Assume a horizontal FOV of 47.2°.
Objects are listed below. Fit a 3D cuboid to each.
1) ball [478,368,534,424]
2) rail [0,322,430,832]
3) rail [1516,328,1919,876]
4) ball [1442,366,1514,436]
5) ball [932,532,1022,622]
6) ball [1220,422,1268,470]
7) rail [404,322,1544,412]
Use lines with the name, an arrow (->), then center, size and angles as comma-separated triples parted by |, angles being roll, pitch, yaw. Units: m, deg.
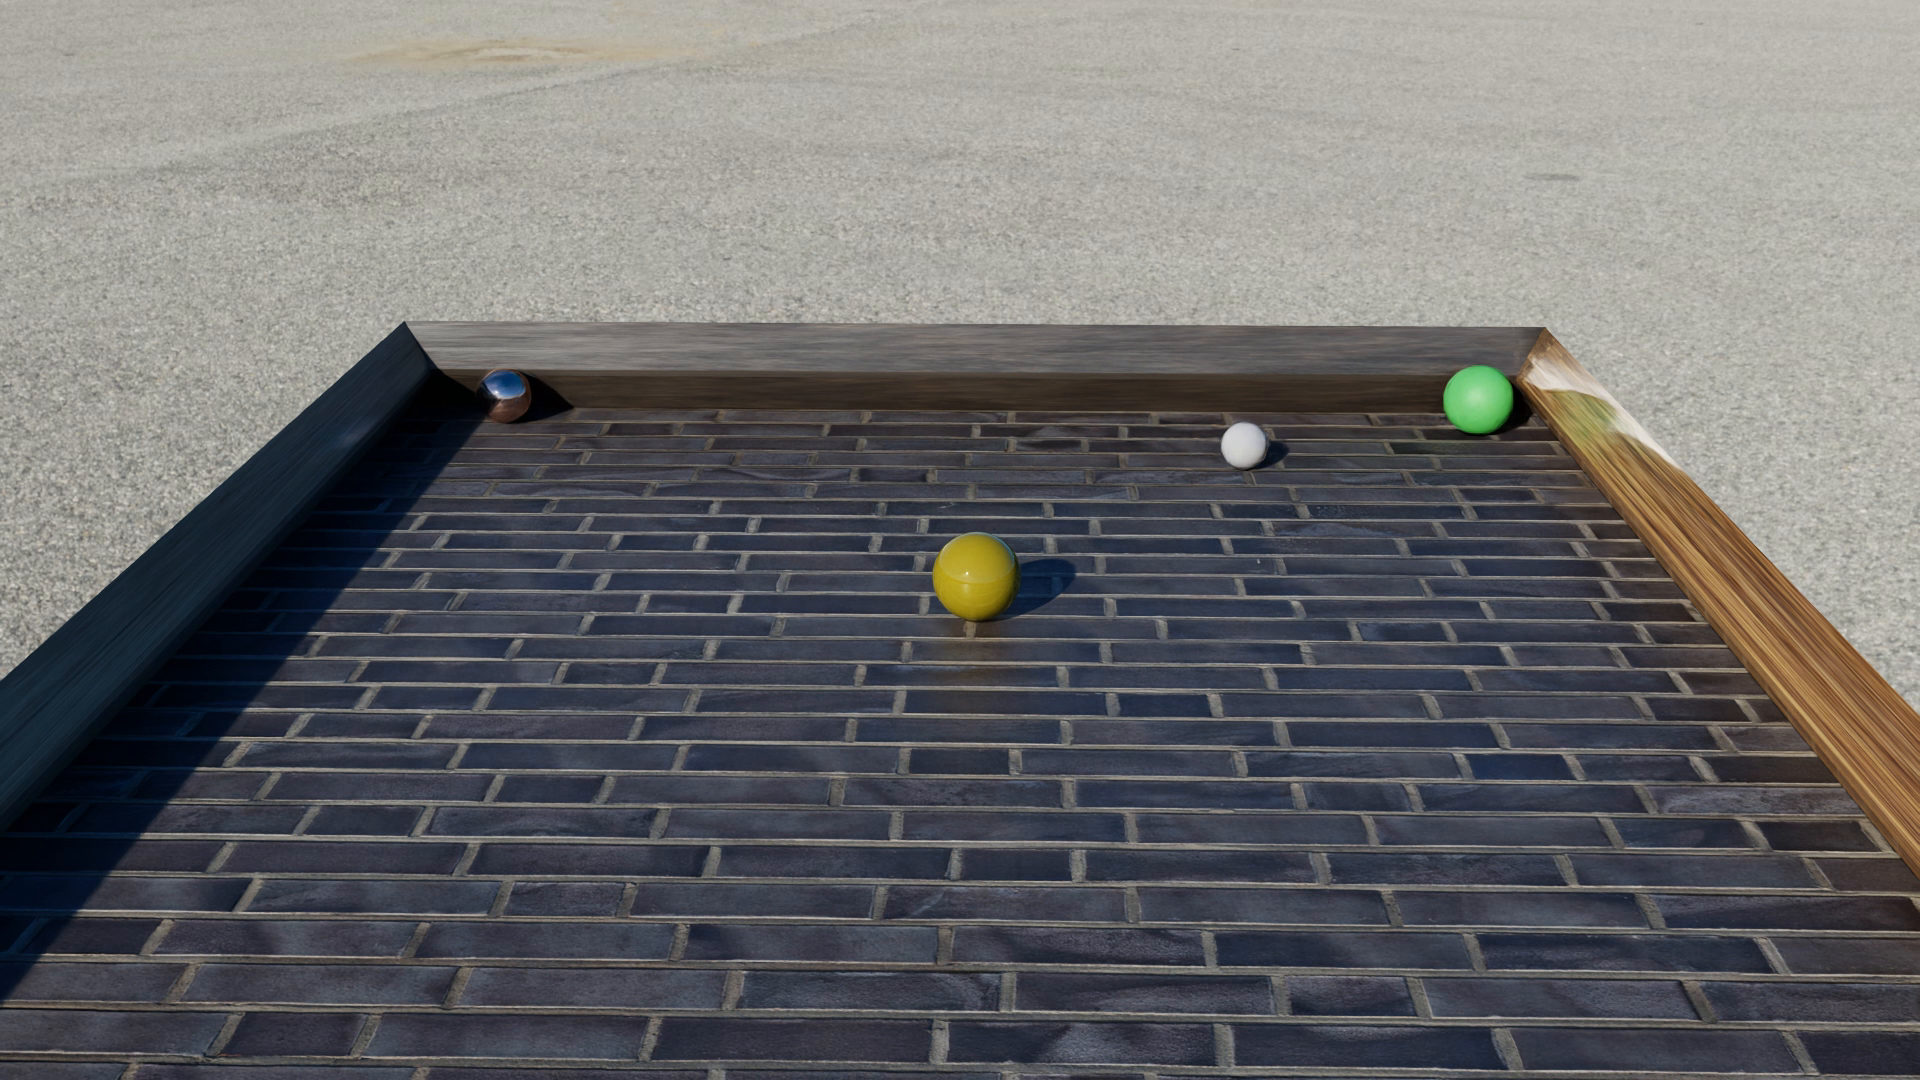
ball -> -0.629, -0.200, 3.042 | 0.076, 0.076, 0.076 | 0, 19, 0
rail -> -0.791, 0.197, 1.824 | 0.045, 0.123, 2.724 | 0, 19, 1
rail -> 0.759, 0.209, 1.790 | 0.045, 0.123, 2.724 | 0, 19, 1
ball -> 0.704, -0.190, 2.985 | 0.095, 0.095, 0.095 | 0, 19, 0
ball -> 0.018, 0.038, 2.327 | 0.095, 0.095, 0.095 | 0, 19, 0
ball -> 0.368, -0.122, 2.840 | 0.061, 0.061, 0.061 | 0, 19, 0
rail -> 0.015, -0.236, 3.071 | 1.598, 0.123, 0.045 | 0, 19, 1
